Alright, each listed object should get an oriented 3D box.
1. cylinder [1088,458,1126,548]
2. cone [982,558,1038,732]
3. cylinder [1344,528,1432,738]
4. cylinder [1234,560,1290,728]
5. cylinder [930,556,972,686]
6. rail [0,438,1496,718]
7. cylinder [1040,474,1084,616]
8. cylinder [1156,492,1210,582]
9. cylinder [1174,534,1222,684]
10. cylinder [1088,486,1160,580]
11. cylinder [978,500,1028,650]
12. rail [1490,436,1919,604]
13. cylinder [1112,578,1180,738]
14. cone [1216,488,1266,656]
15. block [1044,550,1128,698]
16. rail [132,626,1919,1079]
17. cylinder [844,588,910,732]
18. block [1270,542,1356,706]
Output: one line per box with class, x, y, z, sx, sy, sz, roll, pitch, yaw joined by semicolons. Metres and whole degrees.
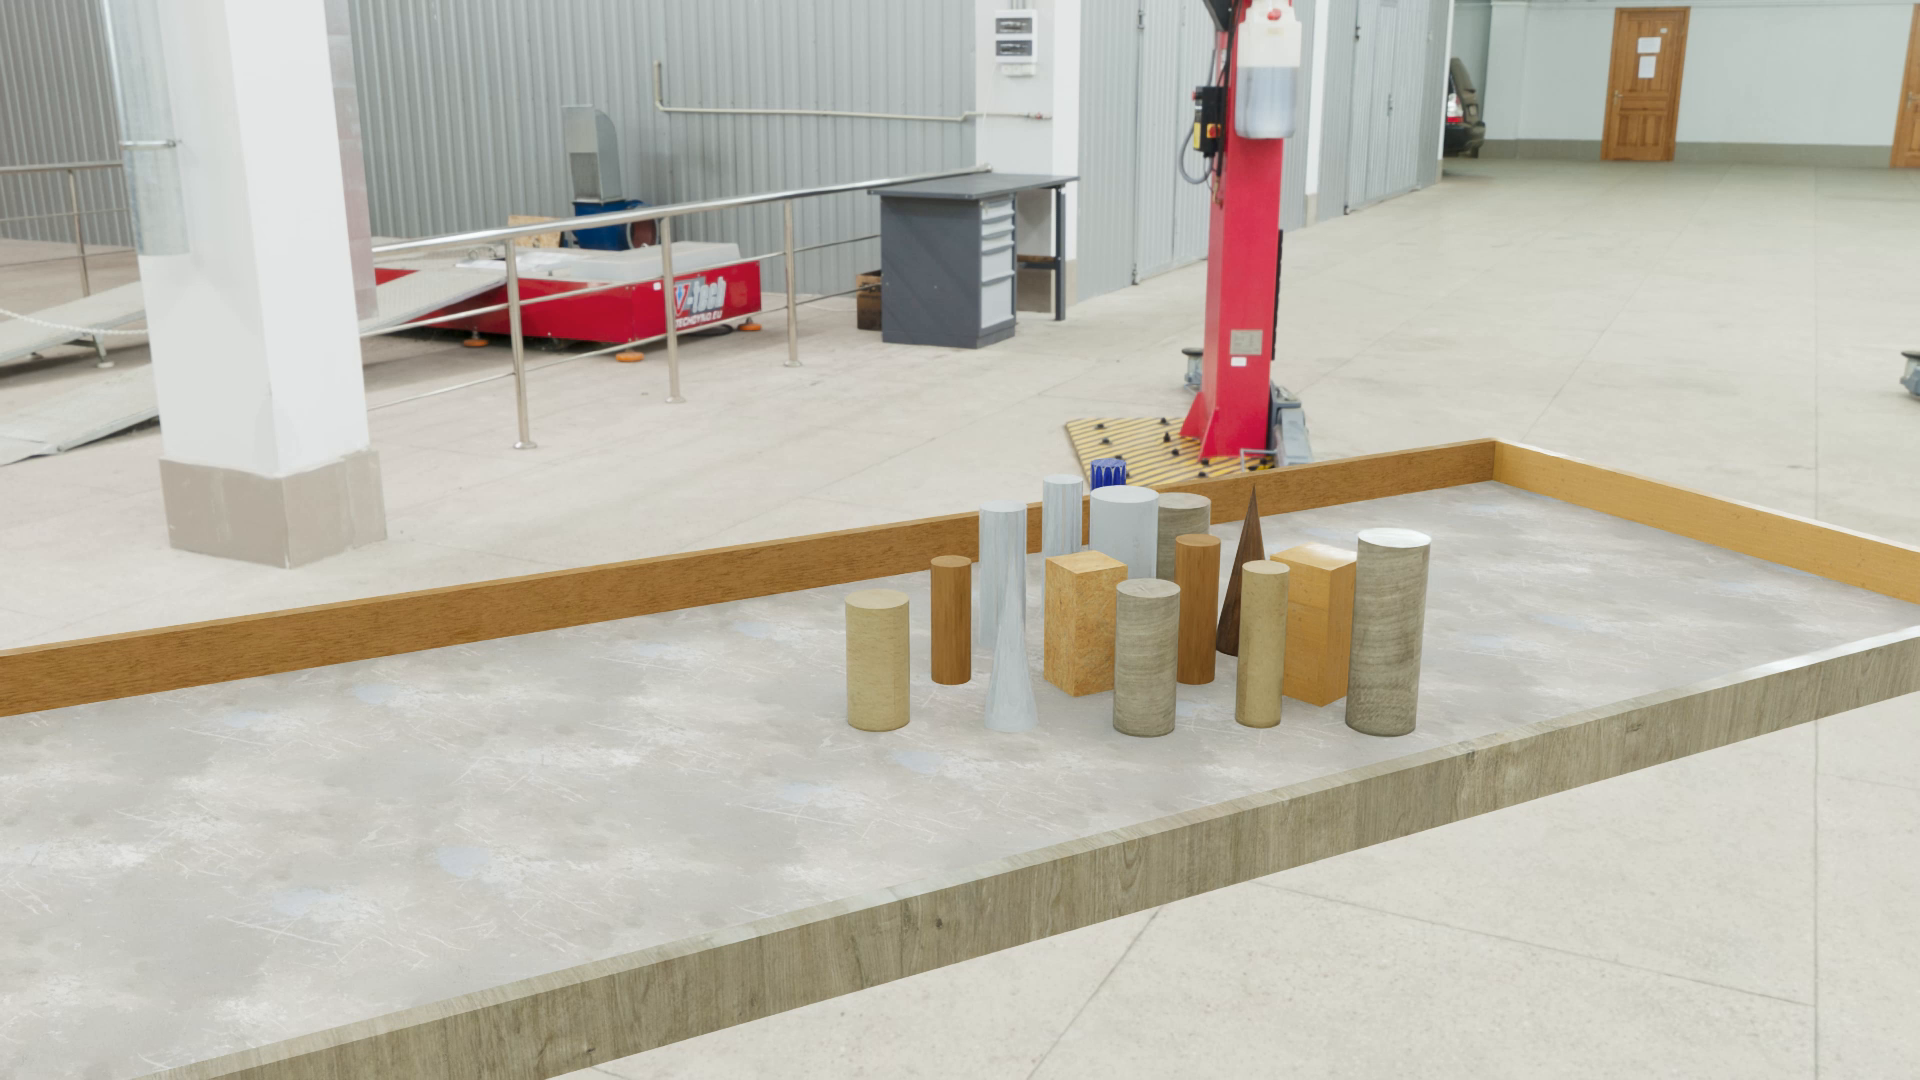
cylinder;0.433;-0.047;4.856;0.105;0.372;0.105;0;16;0
cone;0.120;0.229;3.838;0.132;0.417;0.132;0;16;0
cylinder;0.989;0.213;3.819;0.162;0.457;0.162;0;16;0
cylinder;0.705;0.244;3.853;0.108;0.379;0.108;0;16;0
cylinder;-0.022;0.200;4.125;0.101;0.309;0.101;0;16;0
rail;-3.305;0.497;3.399;12.000;0.150;0.050;-9;18;-27
cylinder;0.283;0.020;4.590;0.111;0.392;0.111;0;16;0
cylinder;0.603;0.052;4.581;0.173;0.336;0.173;0;16;0
cylinder;0.589;0.173;4.125;0.112;0.361;0.112;0;16;0
cylinder;0.429;0.078;4.354;0.179;0.414;0.179;0;16;0
cylinder;0.113;0.093;4.367;0.126;0.380;0.126;0;16;0
rail;2.466;-0.048;5.253;0.050;0.150;2.100;-9;18;-27
cylinder;0.432;0.272;3.825;0.146;0.340;0.146;0;16;0
cone;0.761;0.068;4.326;0.173;0.449;0.173;0;16;0
block;0.310;0.206;4.091;0.146;0.318;0.146;-8;18;-27
rail;-2.336;1.006;1.665;12.000;0.150;0.050;-9;18;-27
cylinder;-0.192;0.281;3.864;0.149;0.302;0.149;0;16;0
block;0.874;0.203;4.049;0.172;0.346;0.172;-16;23;-43
